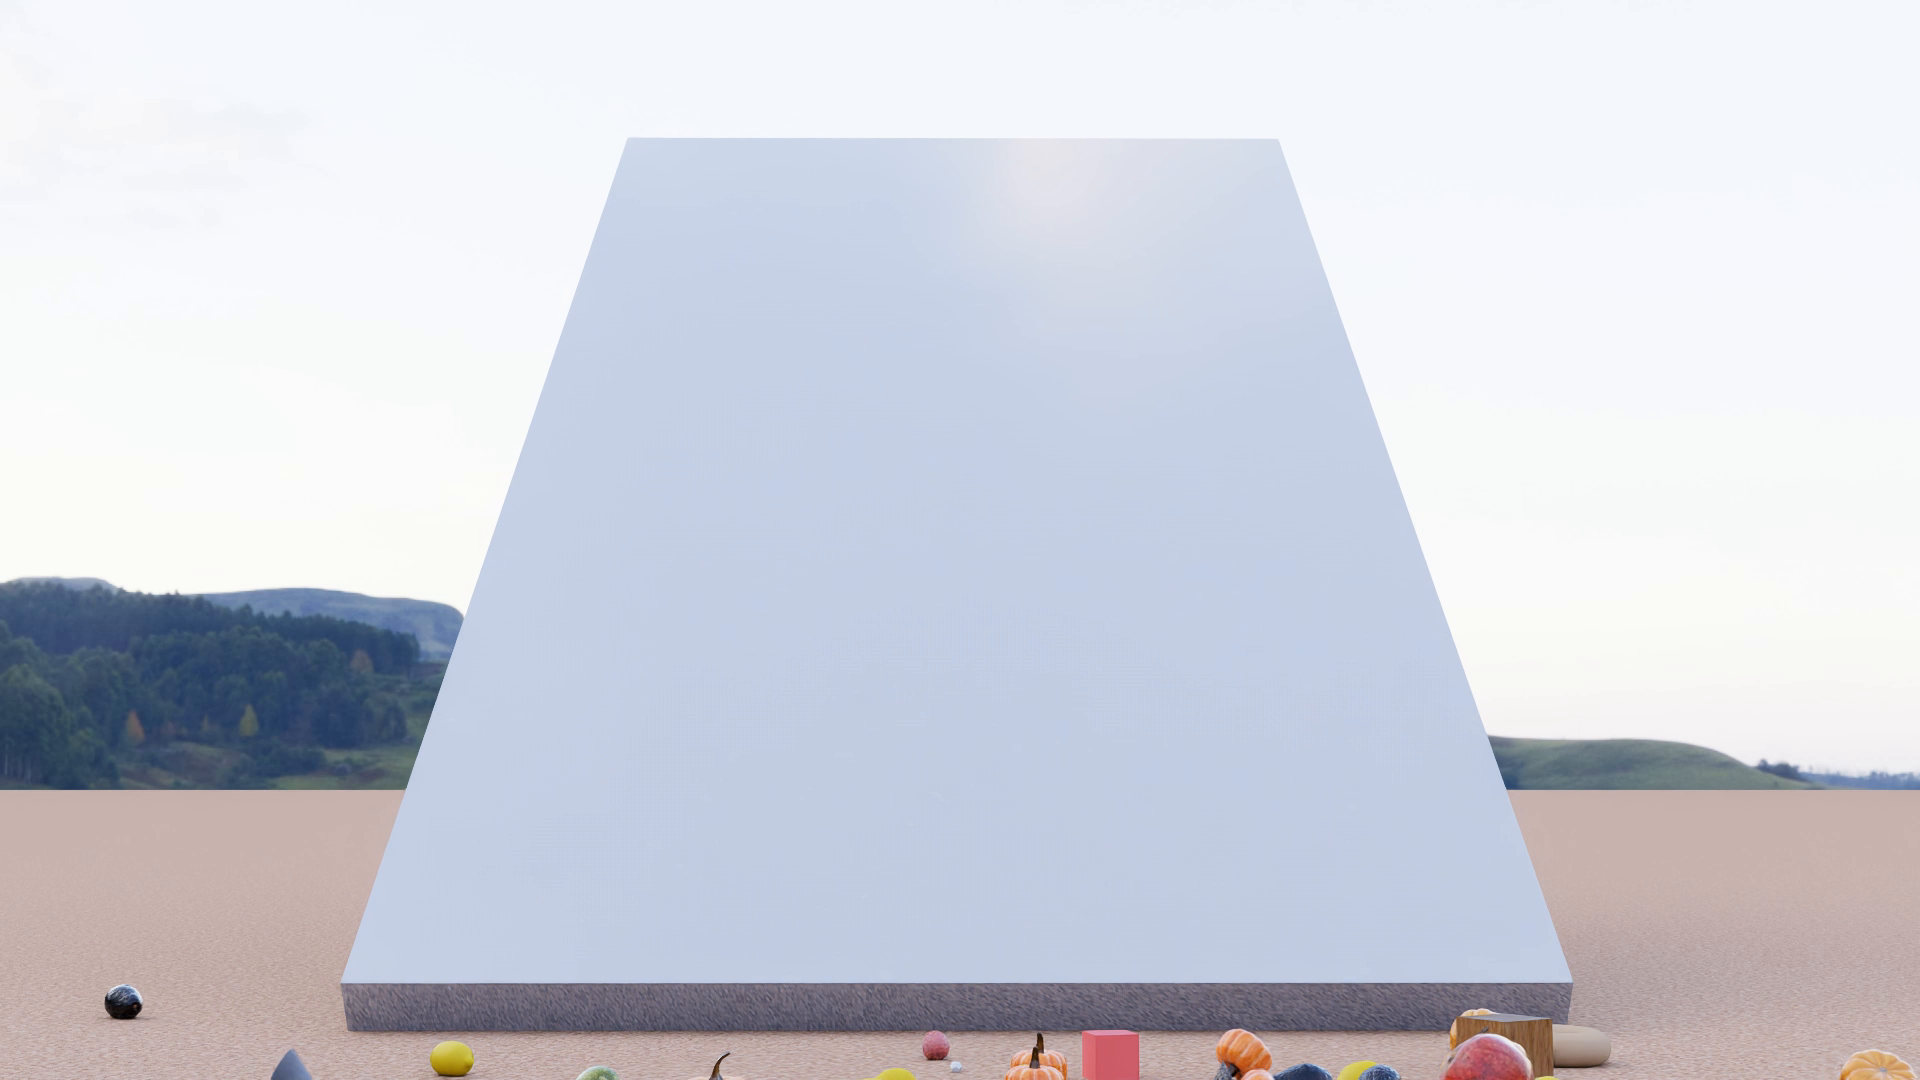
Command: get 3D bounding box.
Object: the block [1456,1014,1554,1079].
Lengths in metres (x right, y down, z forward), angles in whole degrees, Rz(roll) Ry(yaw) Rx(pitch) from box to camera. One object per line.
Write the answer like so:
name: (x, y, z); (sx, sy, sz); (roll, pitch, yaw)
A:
block: (0.733, 0.688, 3.236); (0.090, 0.090, 0.090); (4, -7, -32)

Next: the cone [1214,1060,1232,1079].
cone: (0.337, 0.692, 3.079); (0.051, 0.051, 0.051); (0, -6, 0)

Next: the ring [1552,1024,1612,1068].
ring: (0.869, 0.734, 3.491); (0.149, 0.050, 0.149); (0, -4, 0)

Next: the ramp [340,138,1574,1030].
ramp: (-0.012, -0.215, 5.669); (2.000, 0.100, 4.000); (0, 29, 0)

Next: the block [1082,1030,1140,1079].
block: (0.207, 0.709, 3.307); (0.062, 0.062, 0.062); (1, -6, -14)
